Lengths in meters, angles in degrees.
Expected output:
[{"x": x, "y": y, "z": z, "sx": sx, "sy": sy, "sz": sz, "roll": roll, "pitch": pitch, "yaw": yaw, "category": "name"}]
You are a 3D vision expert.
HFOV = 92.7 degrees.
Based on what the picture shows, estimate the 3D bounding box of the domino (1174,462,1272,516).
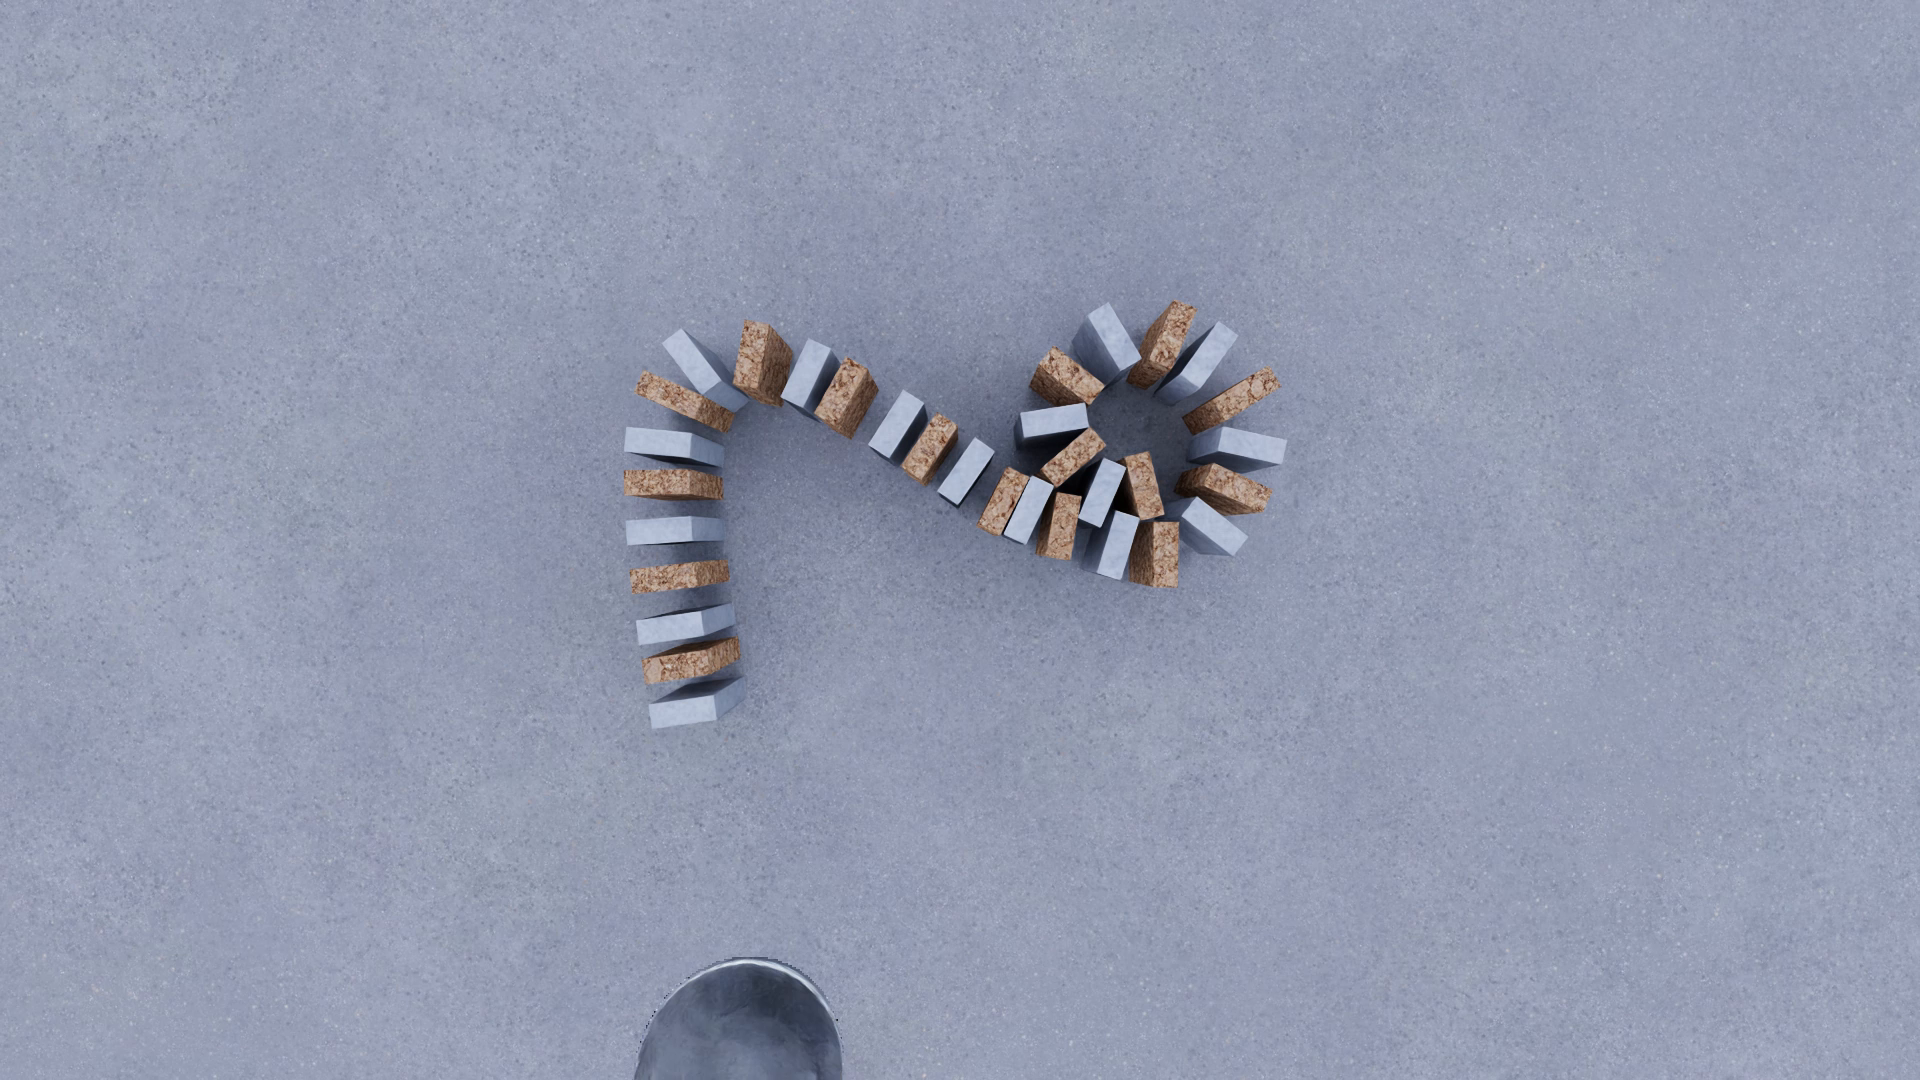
[{"x": 0.106, "y": -0.020, "z": 0.375, "sx": 0.025, "sy": 0.050, "sz": 0.009, "roll": 25, "pitch": 90, "yaw": 0, "category": "domino"}]

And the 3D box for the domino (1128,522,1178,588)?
[{"x": 0.079, "y": 0.006, "z": 0.375, "sx": 0.009, "sy": 0.050, "sz": 0.025, "roll": 1, "pitch": 90, "yaw": 0, "category": "domino"}]

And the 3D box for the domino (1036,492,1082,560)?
[{"x": 0.040, "y": -0.005, "z": 0.375, "sx": 0.010, "sy": 0.050, "sz": 0.025, "roll": 10, "pitch": 90, "yaw": 0, "category": "domino"}]

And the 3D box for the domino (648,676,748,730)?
[{"x": -0.106, "y": 0.066, "z": 0.375, "sx": 0.025, "sy": 0.050, "sz": 0.009, "roll": -8, "pitch": 90, "yaw": 0, "category": "domino"}]

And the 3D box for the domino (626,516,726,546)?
[{"x": -0.115, "y": -0.004, "z": 0.375, "sx": 0.025, "sy": 0.050, "sz": 0.009, "roll": -4, "pitch": 90, "yaw": 0, "category": "domino"}]

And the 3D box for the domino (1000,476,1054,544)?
[{"x": 0.026, "y": -0.012, "z": 0.375, "sx": 0.009, "sy": 0.050, "sz": 0.025, "roll": 26, "pitch": 90, "yaw": 0, "category": "domino"}]

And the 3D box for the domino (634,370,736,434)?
[{"x": -0.111, "y": -0.056, "z": 0.375, "sx": 0.025, "sy": 0.050, "sz": 0.009, "roll": 24, "pitch": 90, "yaw": 0, "category": "domino"}]

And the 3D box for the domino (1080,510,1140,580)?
[{"x": 0.061, "y": 0.002, "z": 0.375, "sx": 0.010, "sy": 0.050, "sz": 0.025, "roll": 17, "pitch": 90, "yaw": 0, "category": "domino"}]

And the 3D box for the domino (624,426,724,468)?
[{"x": -0.115, "y": -0.037, "z": 0.375, "sx": 0.025, "sy": 0.050, "sz": 0.009, "roll": 5, "pitch": 90, "yaw": 0, "category": "domino"}]

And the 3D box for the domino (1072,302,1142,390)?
[{"x": 0.059, "y": -0.078, "z": 0.375, "sx": 0.010, "sy": 0.050, "sz": 0.025, "roll": -31, "pitch": 90, "yaw": 0, "category": "domino"}]

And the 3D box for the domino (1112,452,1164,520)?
[{"x": 0.071, "y": -0.021, "z": 0.375, "sx": 0.009, "sy": 0.050, "sz": 0.025, "roll": -14, "pitch": 90, "yaw": 0, "category": "domino"}]

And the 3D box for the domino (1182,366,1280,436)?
[{"x": 0.110, "y": -0.056, "z": 0.375, "sx": 0.025, "sy": 0.050, "sz": 0.010, "roll": -32, "pitch": 90, "yaw": 0, "category": "domino"}]

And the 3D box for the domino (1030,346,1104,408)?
[{"x": 0.043, "y": -0.063, "z": 0.375, "sx": 0.025, "sy": 0.050, "sz": 0.010, "roll": 38, "pitch": 90, "yaw": 0, "category": "domino"}]

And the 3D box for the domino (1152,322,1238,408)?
[{"x": 0.095, "y": -0.071, "z": 0.375, "sx": 0.010, "sy": 0.050, "sz": 0.025, "roll": 36, "pitch": 90, "yaw": 0, "category": "domino"}]

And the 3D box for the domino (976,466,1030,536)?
[{"x": 0.017, "y": -0.015, "z": 0.375, "sx": 0.009, "sy": 0.050, "sz": 0.025, "roll": 27, "pitch": 90, "yaw": 0, "category": "domino"}]

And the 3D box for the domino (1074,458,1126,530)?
[{"x": 0.054, "y": -0.018, "z": 0.375, "sx": 0.009, "sy": 0.050, "sz": 0.025, "roll": 23, "pitch": 90, "yaw": 0, "category": "domino"}]

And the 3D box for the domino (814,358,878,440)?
[{"x": -0.046, "y": -0.057, "z": 0.375, "sx": 0.009, "sy": 0.050, "sz": 0.025, "roll": 29, "pitch": 90, "yaw": 0, "category": "domino"}]

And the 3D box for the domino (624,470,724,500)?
[{"x": -0.116, "y": -0.022, "z": 0.375, "sx": 0.025, "sy": 0.050, "sz": 0.009, "roll": -1, "pitch": 90, "yaw": 0, "category": "domino"}]

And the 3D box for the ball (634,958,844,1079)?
[{"x": -0.086, "y": 0.209, "z": 0.360, "sx": 0.080, "sy": 0.080, "sz": 0.080, "roll": 0, "pitch": 90, "yaw": 0, "category": "ball"}]

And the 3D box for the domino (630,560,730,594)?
[{"x": -0.113, "y": 0.015, "z": 0.375, "sx": 0.025, "sy": 0.050, "sz": 0.010, "roll": -7, "pitch": 90, "yaw": 0, "category": "domino"}]

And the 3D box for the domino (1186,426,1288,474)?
[{"x": 0.112, "y": -0.036, "z": 0.375, "sx": 0.025, "sy": 0.050, "sz": 0.010, "roll": 12, "pitch": 90, "yaw": 0, "category": "domino"}]

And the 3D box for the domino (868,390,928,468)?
[{"x": -0.024, "y": -0.044, "z": 0.375, "sx": 0.010, "sy": 0.050, "sz": 0.025, "roll": 32, "pitch": 90, "yaw": 0, "category": "domino"}]

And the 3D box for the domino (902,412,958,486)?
[{"x": -0.012, "y": -0.036, "z": 0.375, "sx": 0.009, "sy": 0.050, "sz": 0.025, "roll": 34, "pitch": 90, "yaw": 0, "category": "domino"}]

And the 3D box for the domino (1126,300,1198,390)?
[{"x": 0.082, "y": -0.079, "z": 0.375, "sx": 0.009, "sy": 0.050, "sz": 0.025, "roll": 23, "pitch": 90, "yaw": 0, "category": "domino"}]

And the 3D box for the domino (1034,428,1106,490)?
[{"x": 0.043, "y": -0.032, "z": 0.375, "sx": 0.025, "sy": 0.050, "sz": 0.009, "roll": -40, "pitch": 90, "yaw": 0, "category": "domino"}]

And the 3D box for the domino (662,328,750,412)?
[{"x": -0.103, "y": -0.068, "z": 0.375, "sx": 0.009, "sy": 0.050, "sz": 0.025, "roll": -37, "pitch": 90, "yaw": 0, "category": "domino"}]

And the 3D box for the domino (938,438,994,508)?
[{"x": 0.002, "y": -0.026, "z": 0.375, "sx": 0.009, "sy": 0.050, "sz": 0.025, "roll": 35, "pitch": 90, "yaw": 0, "category": "domino"}]

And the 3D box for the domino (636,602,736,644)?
[{"x": -0.111, "y": 0.034, "z": 0.375, "sx": 0.025, "sy": 0.050, "sz": 0.010, "roll": -8, "pitch": 90, "yaw": 0, "category": "domino"}]

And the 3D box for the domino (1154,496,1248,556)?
[{"x": 0.097, "y": -0.005, "z": 0.375, "sx": 0.025, "sy": 0.050, "sz": 0.010, "roll": 38, "pitch": 90, "yaw": 0, "category": "domino"}]

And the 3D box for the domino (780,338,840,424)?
[{"x": -0.059, "y": -0.064, "z": 0.375, "sx": 0.009, "sy": 0.050, "sz": 0.025, "roll": 25, "pitch": 90, "yaw": 0, "category": "domino"}]

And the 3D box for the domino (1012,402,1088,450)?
[{"x": 0.036, "y": -0.046, "z": 0.375, "sx": 0.025, "sy": 0.050, "sz": 0.010, "roll": -9, "pitch": 90, "yaw": 0, "category": "domino"}]

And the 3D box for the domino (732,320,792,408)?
[{"x": -0.080, "y": -0.071, "z": 0.375, "sx": 0.010, "sy": 0.050, "sz": 0.025, "roll": 11, "pitch": 90, "yaw": 0, "category": "domino"}]

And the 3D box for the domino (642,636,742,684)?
[{"x": -0.109, "y": 0.049, "z": 0.375, "sx": 0.025, "sy": 0.050, "sz": 0.009, "roll": -9, "pitch": 90, "yaw": 0, "category": "domino"}]
